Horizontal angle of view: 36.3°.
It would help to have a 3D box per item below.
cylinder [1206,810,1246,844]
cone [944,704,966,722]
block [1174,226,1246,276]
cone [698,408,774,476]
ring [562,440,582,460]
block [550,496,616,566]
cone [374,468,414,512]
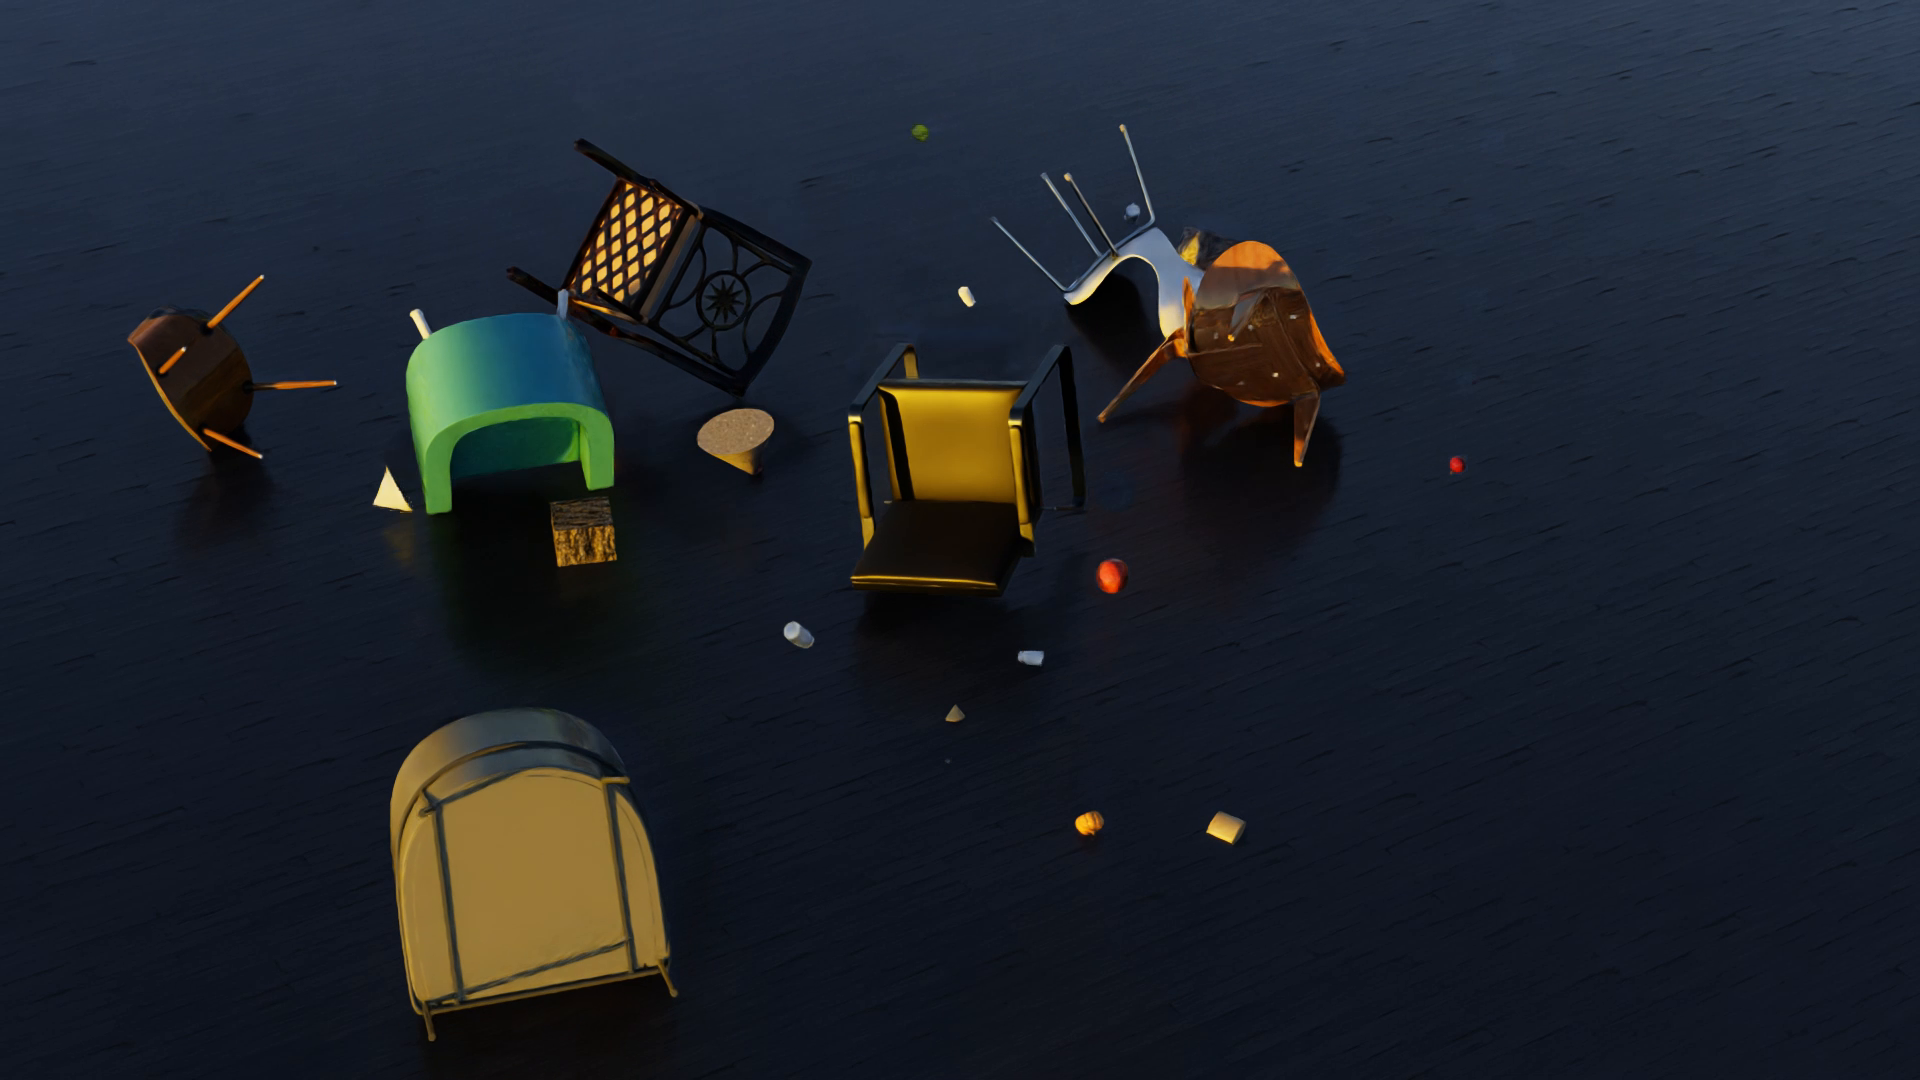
[{"bbox_3d":[0.863,0.930,9.487,0.098,0.042,0.091,21,60,29],"label":"cylinder"},{"bbox_3d":[-0.016,0.583,10.006,0.074,0.060,0.042,-10,35,-15],"label":"cone"},{"bbox_3d":[1.077,-1.242,12.599,0.162,0.146,0.255,26,13,36],"label":"block"},{"bbox_3d":[-0.815,-0.327,11.088,0.314,0.219,0.273,6,44,28],"label":"cone"},{"bbox_3d":[-1.515,-0.352,11.444,0.049,0.039,0.113,16,37,25],"label":"ring"},{"bbox_3d":[-1.395,-0.033,10.853,0.216,0.155,0.204,-6,34,-10],"label":"block"},{"bbox_3d":[-2.162,-0.162,11.053,0.117,0.193,0.208,-30,19,-6],"label":"cone"}]
